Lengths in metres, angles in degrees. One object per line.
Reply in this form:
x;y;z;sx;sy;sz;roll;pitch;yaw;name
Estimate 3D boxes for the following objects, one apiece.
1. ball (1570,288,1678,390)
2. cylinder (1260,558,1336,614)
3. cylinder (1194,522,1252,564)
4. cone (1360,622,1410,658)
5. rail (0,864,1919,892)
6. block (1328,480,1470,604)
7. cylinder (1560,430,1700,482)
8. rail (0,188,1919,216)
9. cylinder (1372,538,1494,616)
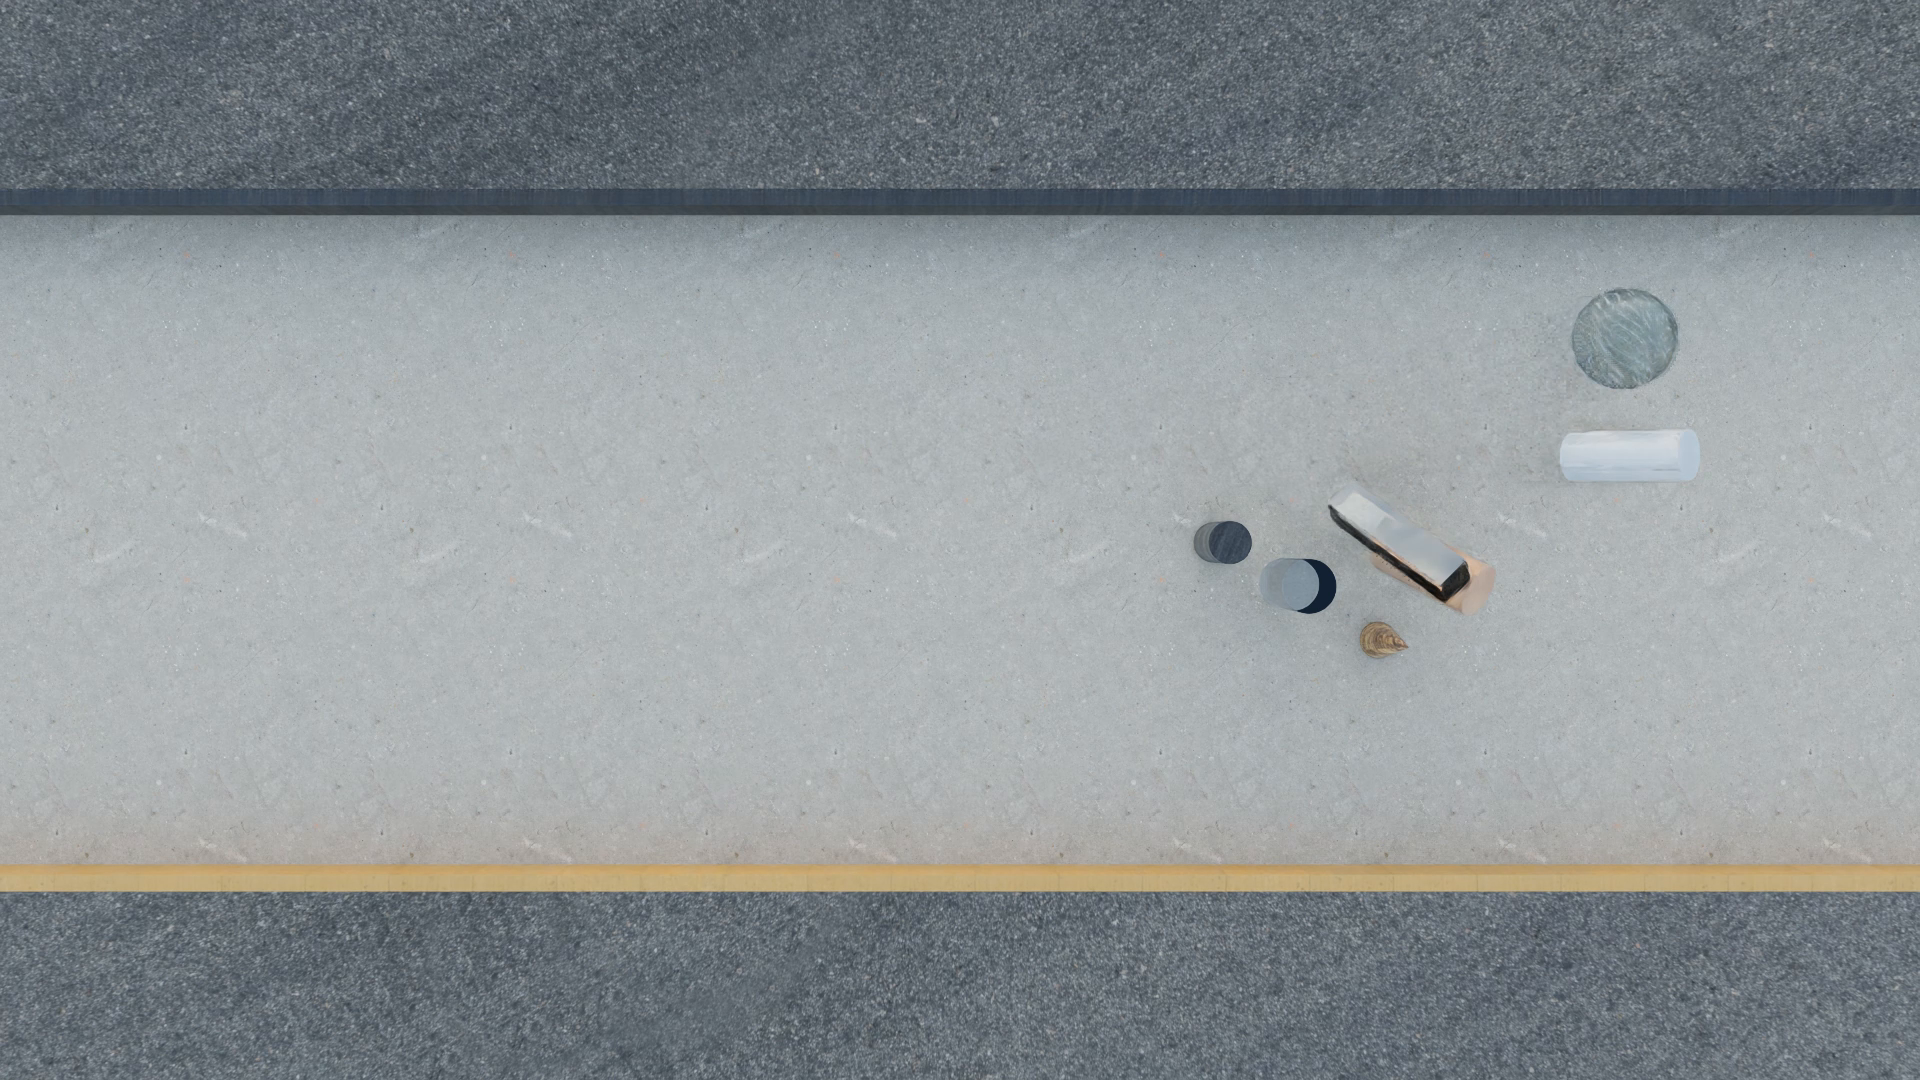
1.973;-0.598;4.902;0.298;0.298;0.298;0;90;0;ball
1.000;0.133;4.899;0.158;0.355;0.158;0;90;0;cylinder
0.782;0.007;4.923;0.125;0.308;0.125;0;90;0;cylinder
1.287;0.308;4.900;0.114;0.353;0.114;0;90;0;cone
-2.247;1.025;5.001;12.000;0.150;0.050;0;90;0;rail
1.287;0.001;4.852;0.105;0.105;0.450;-41;51;-7;block
1.985;-0.250;4.897;0.150;0.353;0.150;-2;92;-44;cylinder
-2.247;-1.025;5.002;12.000;0.150;0.050;0;90;0;rail
1.407;0.080;4.916;0.320;0.161;0.161;32;90;37;cylinder
